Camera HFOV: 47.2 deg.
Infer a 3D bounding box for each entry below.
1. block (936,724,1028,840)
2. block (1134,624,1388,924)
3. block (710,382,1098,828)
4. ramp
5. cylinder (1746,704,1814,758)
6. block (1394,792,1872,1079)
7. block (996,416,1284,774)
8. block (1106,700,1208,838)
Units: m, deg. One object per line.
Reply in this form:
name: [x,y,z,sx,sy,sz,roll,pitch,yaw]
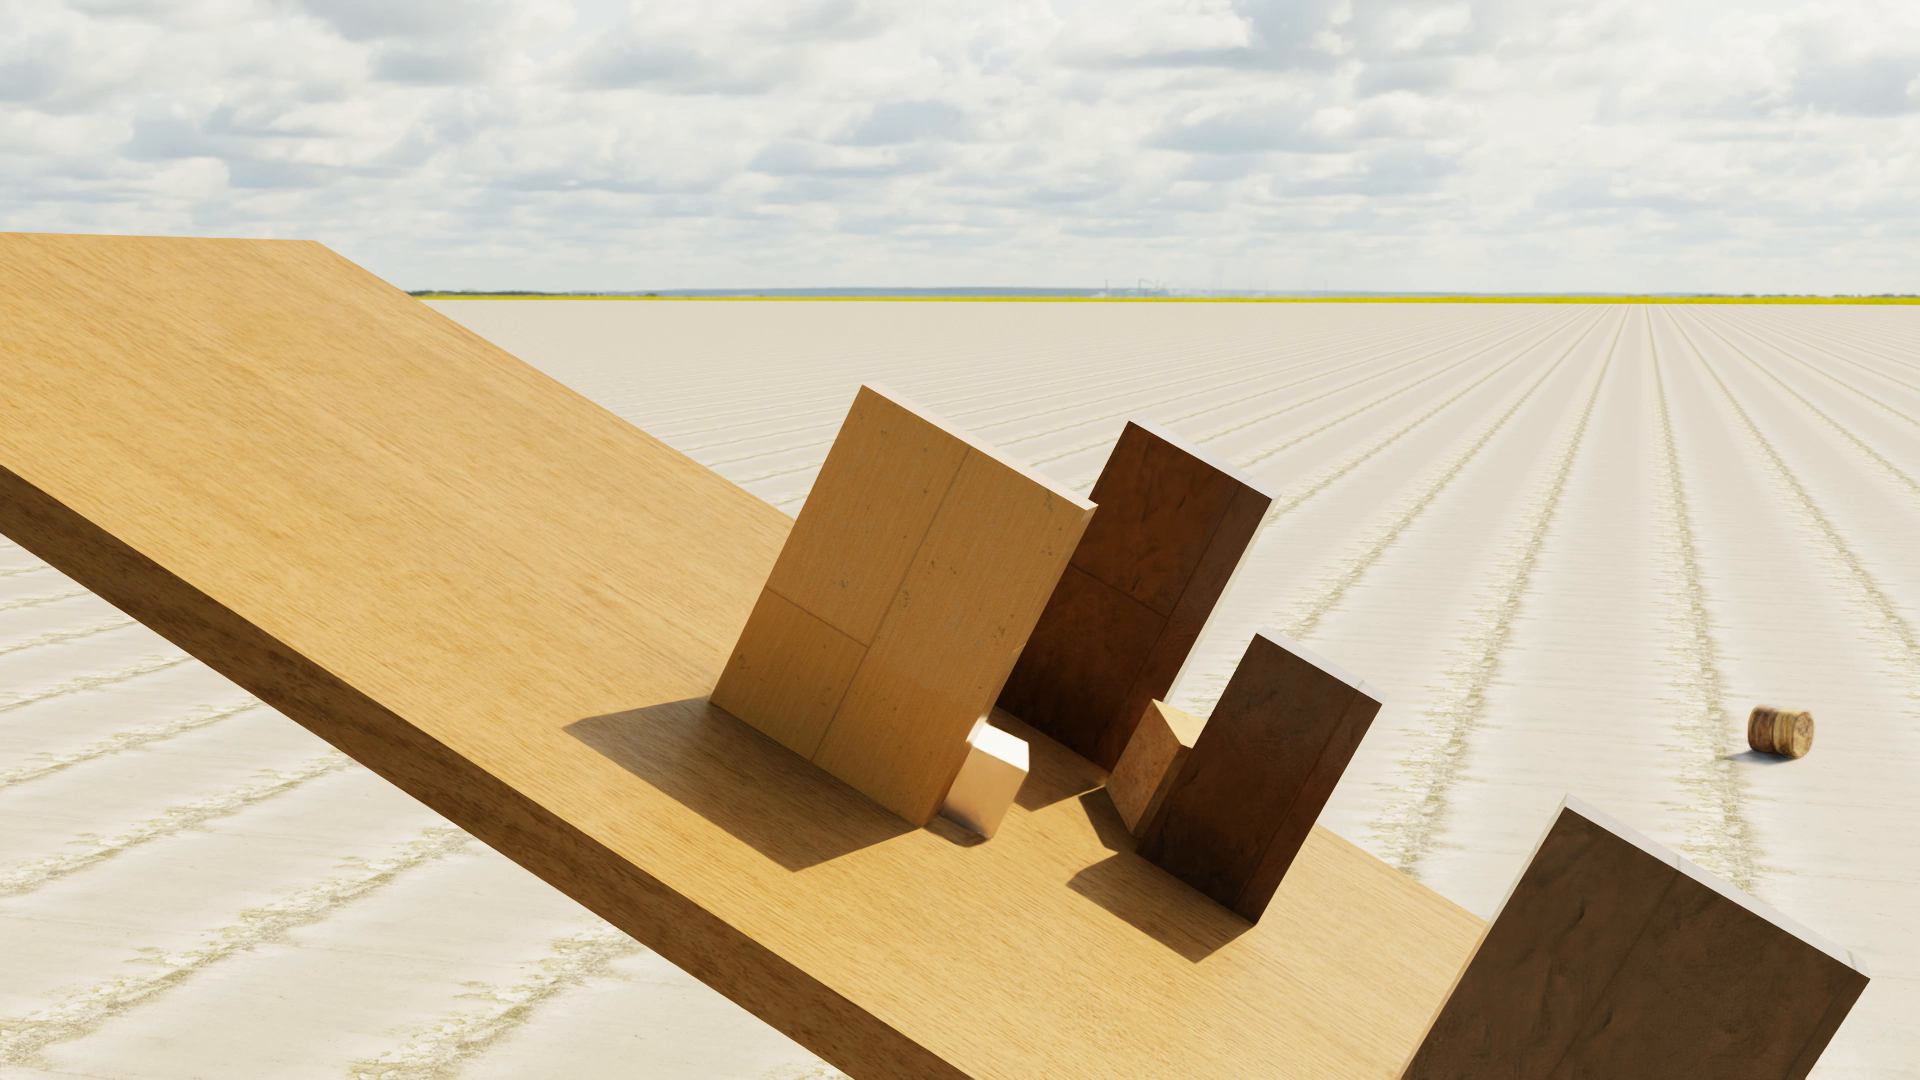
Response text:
block: [0.024,0.422,3.959,0.146,0.146,0.146,26,14,-6]
block: [0.568,0.443,4.155,0.264,0.492,0.098,30,14,12]
block: [-0.105,0.112,3.820,0.444,0.635,0.084,30,14,12]
ramp: [-0.229,0.382,4.151,4.000,0.100,2.000,30,14,12]
cylinder: [3.170,0.738,8.498,0.182,0.182,0.182,7,10,45]
block: [0.856,0.770,3.037,0.441,0.715,0.085,30,14,12]
block: [0.358,0.118,4.580,0.333,0.667,0.137,30,14,12]
block: [0.452,0.484,4.383,0.210,0.210,0.210,22,15,-18]
